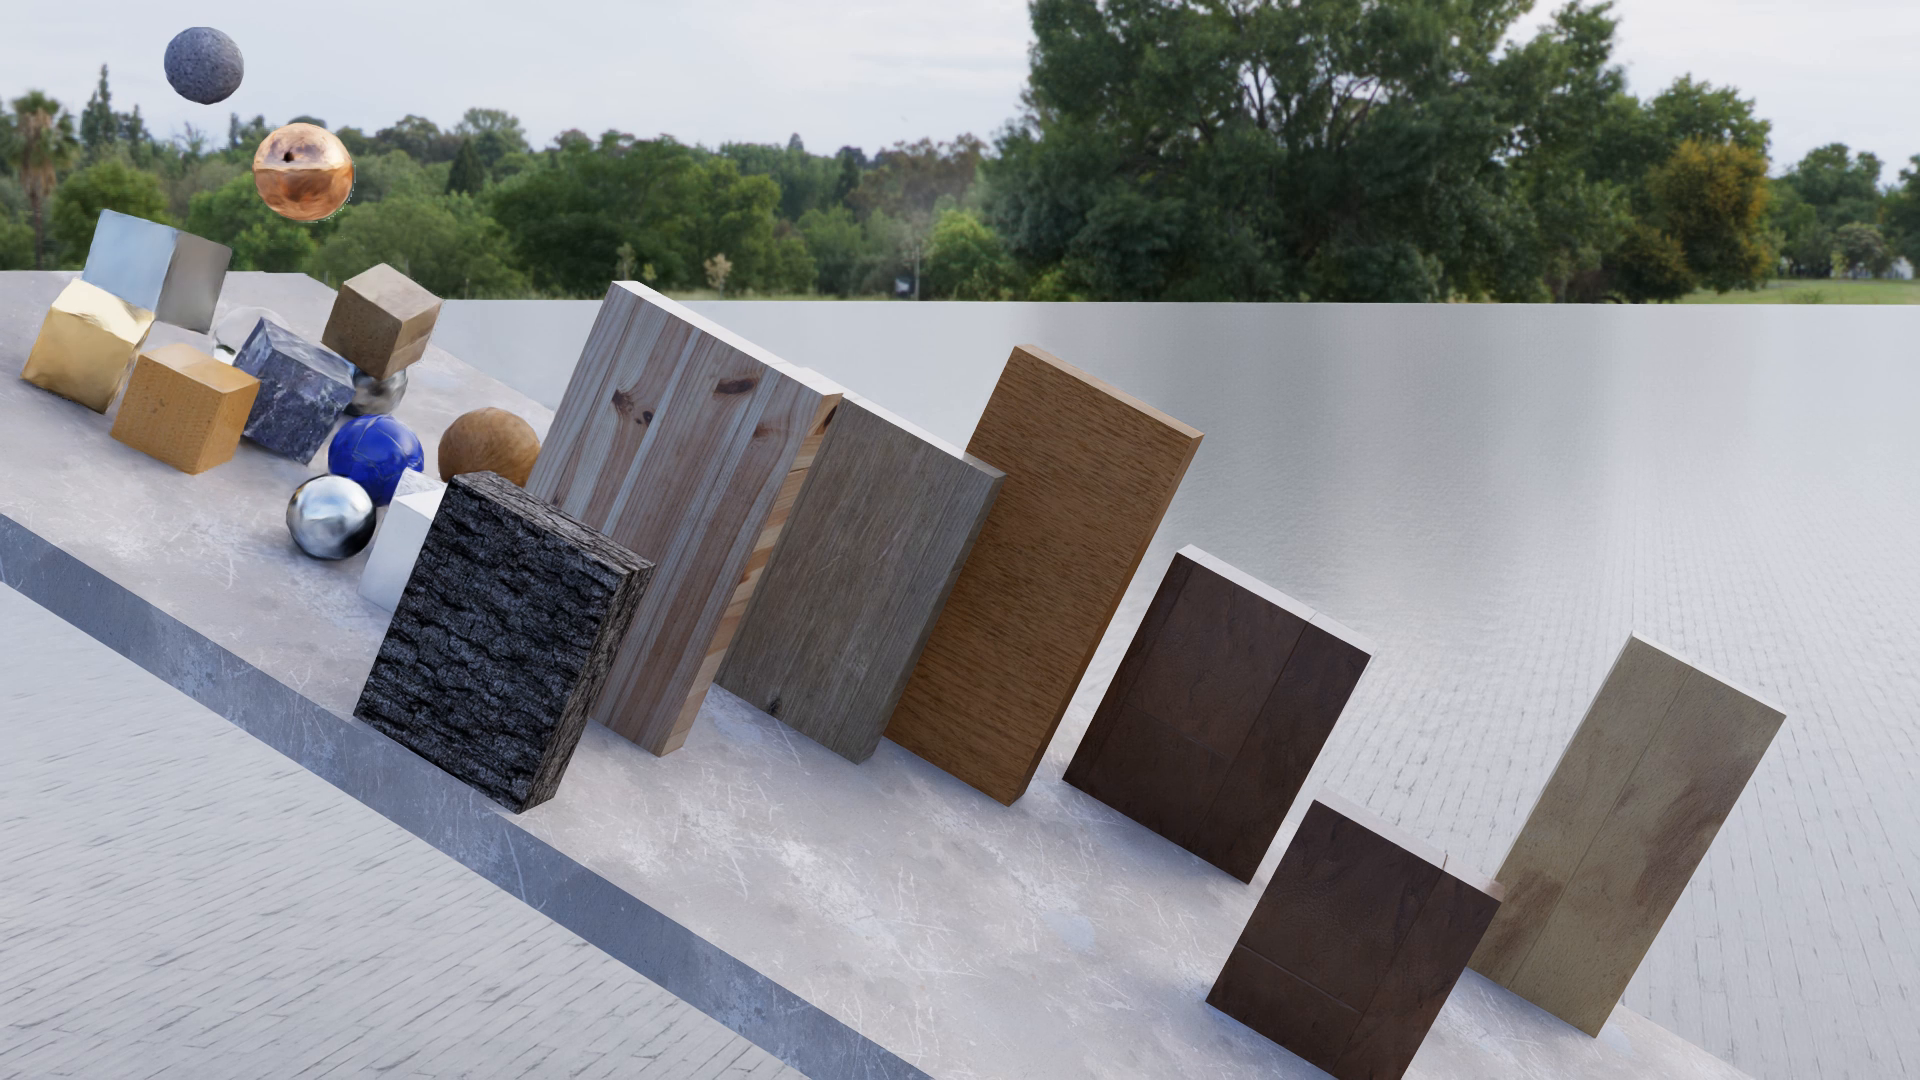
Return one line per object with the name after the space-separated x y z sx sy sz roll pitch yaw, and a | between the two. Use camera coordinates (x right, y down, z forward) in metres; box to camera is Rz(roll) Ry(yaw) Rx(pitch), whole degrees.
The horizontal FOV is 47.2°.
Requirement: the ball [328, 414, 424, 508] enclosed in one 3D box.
-1.106 -0.150 4.166 0.178 0.178 0.178 0 7 0 | ball

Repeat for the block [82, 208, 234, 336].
-1.578 -0.525 4.316 0.180 0.180 0.180 16 0 16 | block

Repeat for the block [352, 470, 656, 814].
-0.686 0.151 3.303 0.306 0.409 0.115 29 14 12 | block

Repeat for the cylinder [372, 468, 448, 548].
-0.963 -0.028 4.003 0.160 0.160 0.160 22 2 -12 | cylinder

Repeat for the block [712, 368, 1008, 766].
-0.237 0.048 4.080 0.432 0.602 0.081 29 14 12 | block

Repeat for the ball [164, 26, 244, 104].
-1.493 -0.938 4.344 0.150 0.150 0.150 0 7 0 | ball

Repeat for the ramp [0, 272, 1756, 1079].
-0.249 0.420 4.162 4.000 0.100 2.000 29 14 12 | ramp

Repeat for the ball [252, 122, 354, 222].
-1.407 -0.788 4.712 0.208 0.208 0.208 0 7 0 | ball

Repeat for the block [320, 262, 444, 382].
-1.166 -0.441 4.440 0.149 0.149 0.149 33 30 5 | block

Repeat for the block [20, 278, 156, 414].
-1.599 -0.357 4.039 0.156 0.156 0.156 26 20 -16 | block

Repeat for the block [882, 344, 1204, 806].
0.114 0.068 4.216 0.378 0.797 0.115 29 14 12 | block

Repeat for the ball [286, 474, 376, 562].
-1.094 -0.039 3.829 0.152 0.152 0.152 0 7 0 | ball

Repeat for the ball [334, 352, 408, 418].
-1.250 -0.338 4.626 0.170 0.170 0.170 0 7 0 | ball

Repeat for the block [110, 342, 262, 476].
-1.404 -0.240 3.994 0.165 0.165 0.165 26 14 0 | block

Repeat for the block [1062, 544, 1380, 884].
0.526 0.350 4.461 0.432 0.533 0.137 29 14 12 | block

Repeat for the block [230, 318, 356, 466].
-1.306 -0.287 4.252 0.177 0.177 0.177 30 10 -33 | block

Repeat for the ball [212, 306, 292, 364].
-1.450 -0.399 4.515 0.162 0.162 0.162 0 7 0 | ball

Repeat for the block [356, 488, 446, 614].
-0.891 0.042 3.817 0.186 0.186 0.186 28 15 14 | block

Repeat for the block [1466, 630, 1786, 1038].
1.329 0.599 4.468 0.328 0.768 0.084 29 14 12 | block

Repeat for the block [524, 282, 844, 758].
-0.525 -0.035 3.701 0.414 0.683 0.094 29 14 12 | block

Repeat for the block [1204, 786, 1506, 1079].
0.667 0.686 3.726 0.344 0.409 0.100 29 14 12 | block

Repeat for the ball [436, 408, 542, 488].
-0.947 -0.163 4.434 0.209 0.209 0.209 0 7 0 | ball
